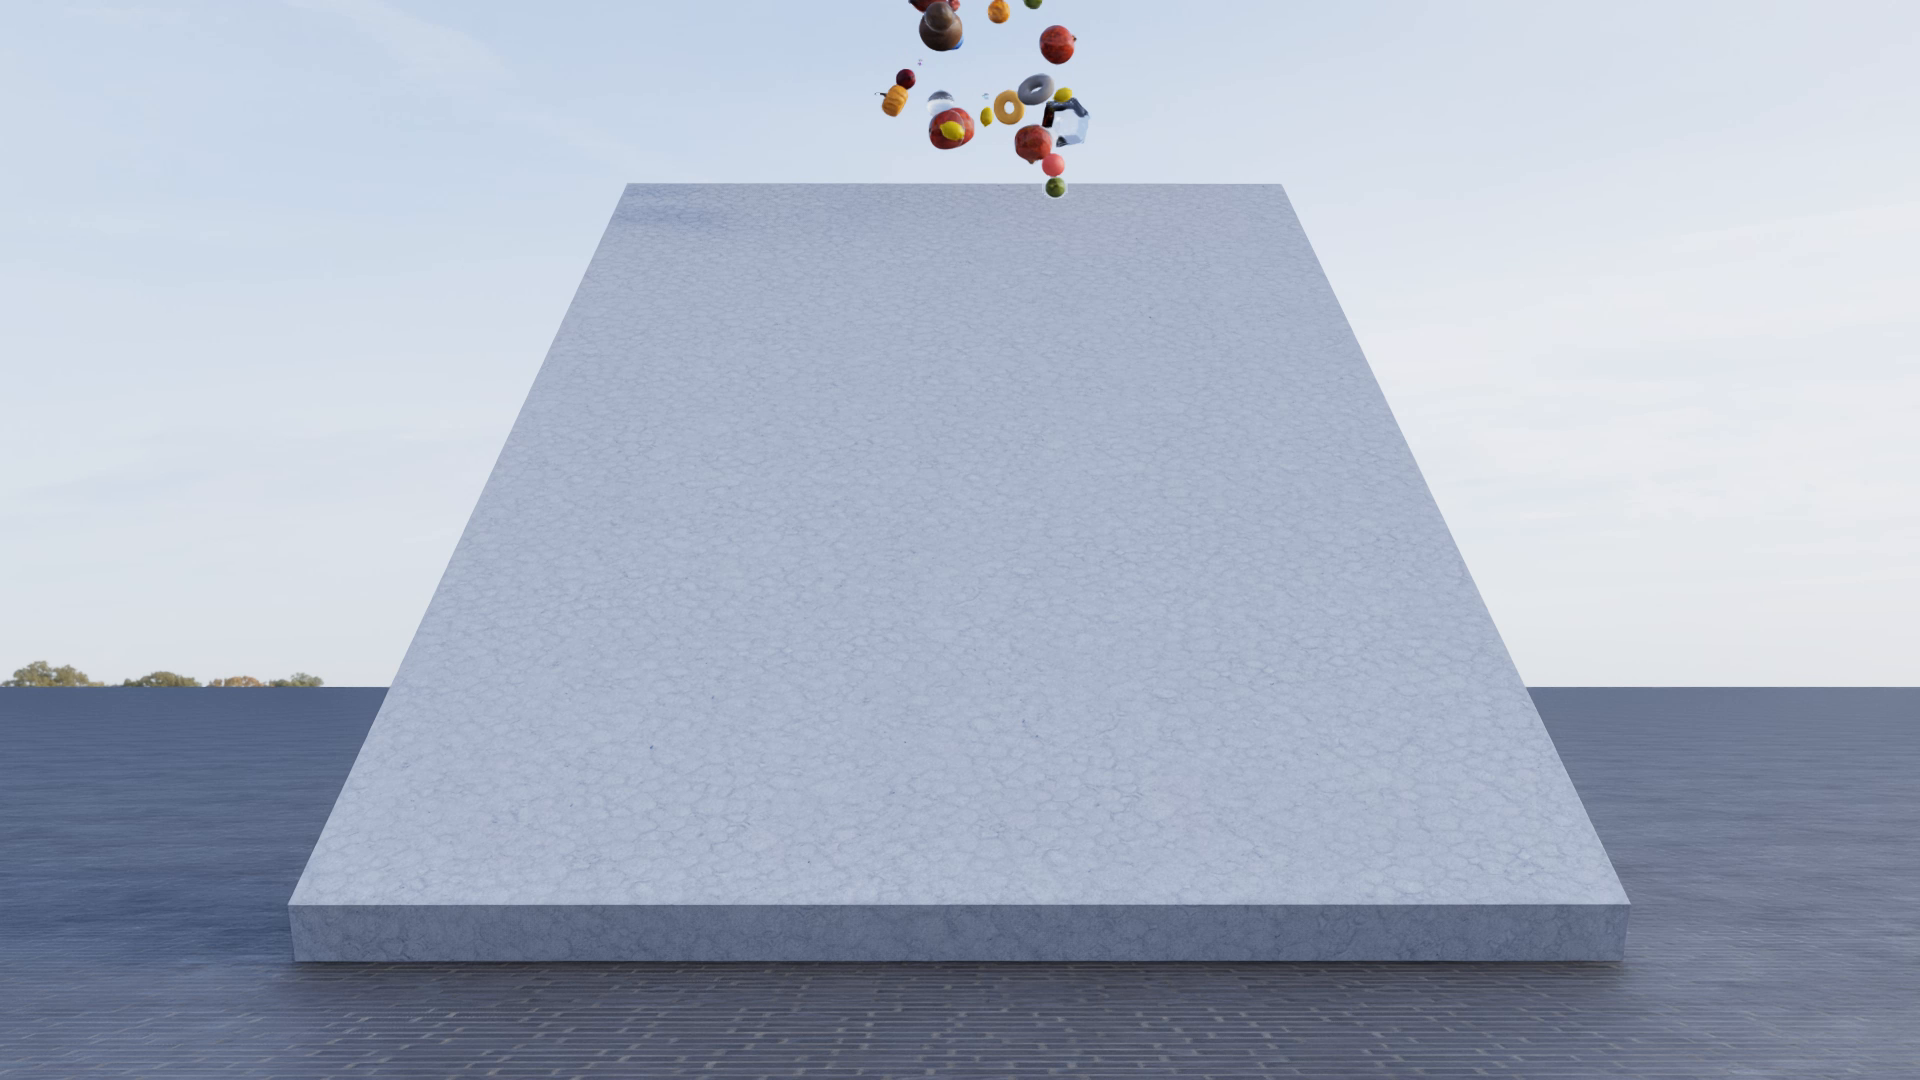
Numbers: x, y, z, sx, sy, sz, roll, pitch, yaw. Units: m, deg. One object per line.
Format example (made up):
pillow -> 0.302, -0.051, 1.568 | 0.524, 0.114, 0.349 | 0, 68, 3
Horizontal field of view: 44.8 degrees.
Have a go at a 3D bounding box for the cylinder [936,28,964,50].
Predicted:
cylinder -> -0.032, -1.527, 7.079 | 0.062, 0.062, 0.062 | -3, -9, 40

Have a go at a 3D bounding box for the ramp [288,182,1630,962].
ramp -> -0.008, -0.228, 5.312 | 2.000, 0.100, 4.000 | 0, 24, 0

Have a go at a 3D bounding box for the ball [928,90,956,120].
ball -> -0.057, -1.314, 7.026 | 0.086, 0.086, 0.086 | 0, -3, 0

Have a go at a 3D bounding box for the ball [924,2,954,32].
ball -> -0.058, -1.491, 6.629 | 0.086, 0.086, 0.086 | 0, -3, 0

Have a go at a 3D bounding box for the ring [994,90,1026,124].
ring -> 0.143, -1.251, 6.737 | 0.100, 0.100, 0.033 | -2, 12, 29

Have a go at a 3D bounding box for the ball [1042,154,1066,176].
ball -> 0.267, -1.071, 6.648 | 0.067, 0.067, 0.067 | 0, -3, 0

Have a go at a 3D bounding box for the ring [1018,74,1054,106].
ring -> 0.217, -1.281, 6.623 | 0.112, 0.112, 0.037 | -2, -38, 25

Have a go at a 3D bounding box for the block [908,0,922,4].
block -> -0.121, -1.661, 6.971 | 0.075, 0.075, 0.075 | -13, -2, -11

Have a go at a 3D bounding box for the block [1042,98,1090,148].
block -> 0.306, -1.214, 6.765 | 0.095, 0.095, 0.095 | -13, -42, -24
